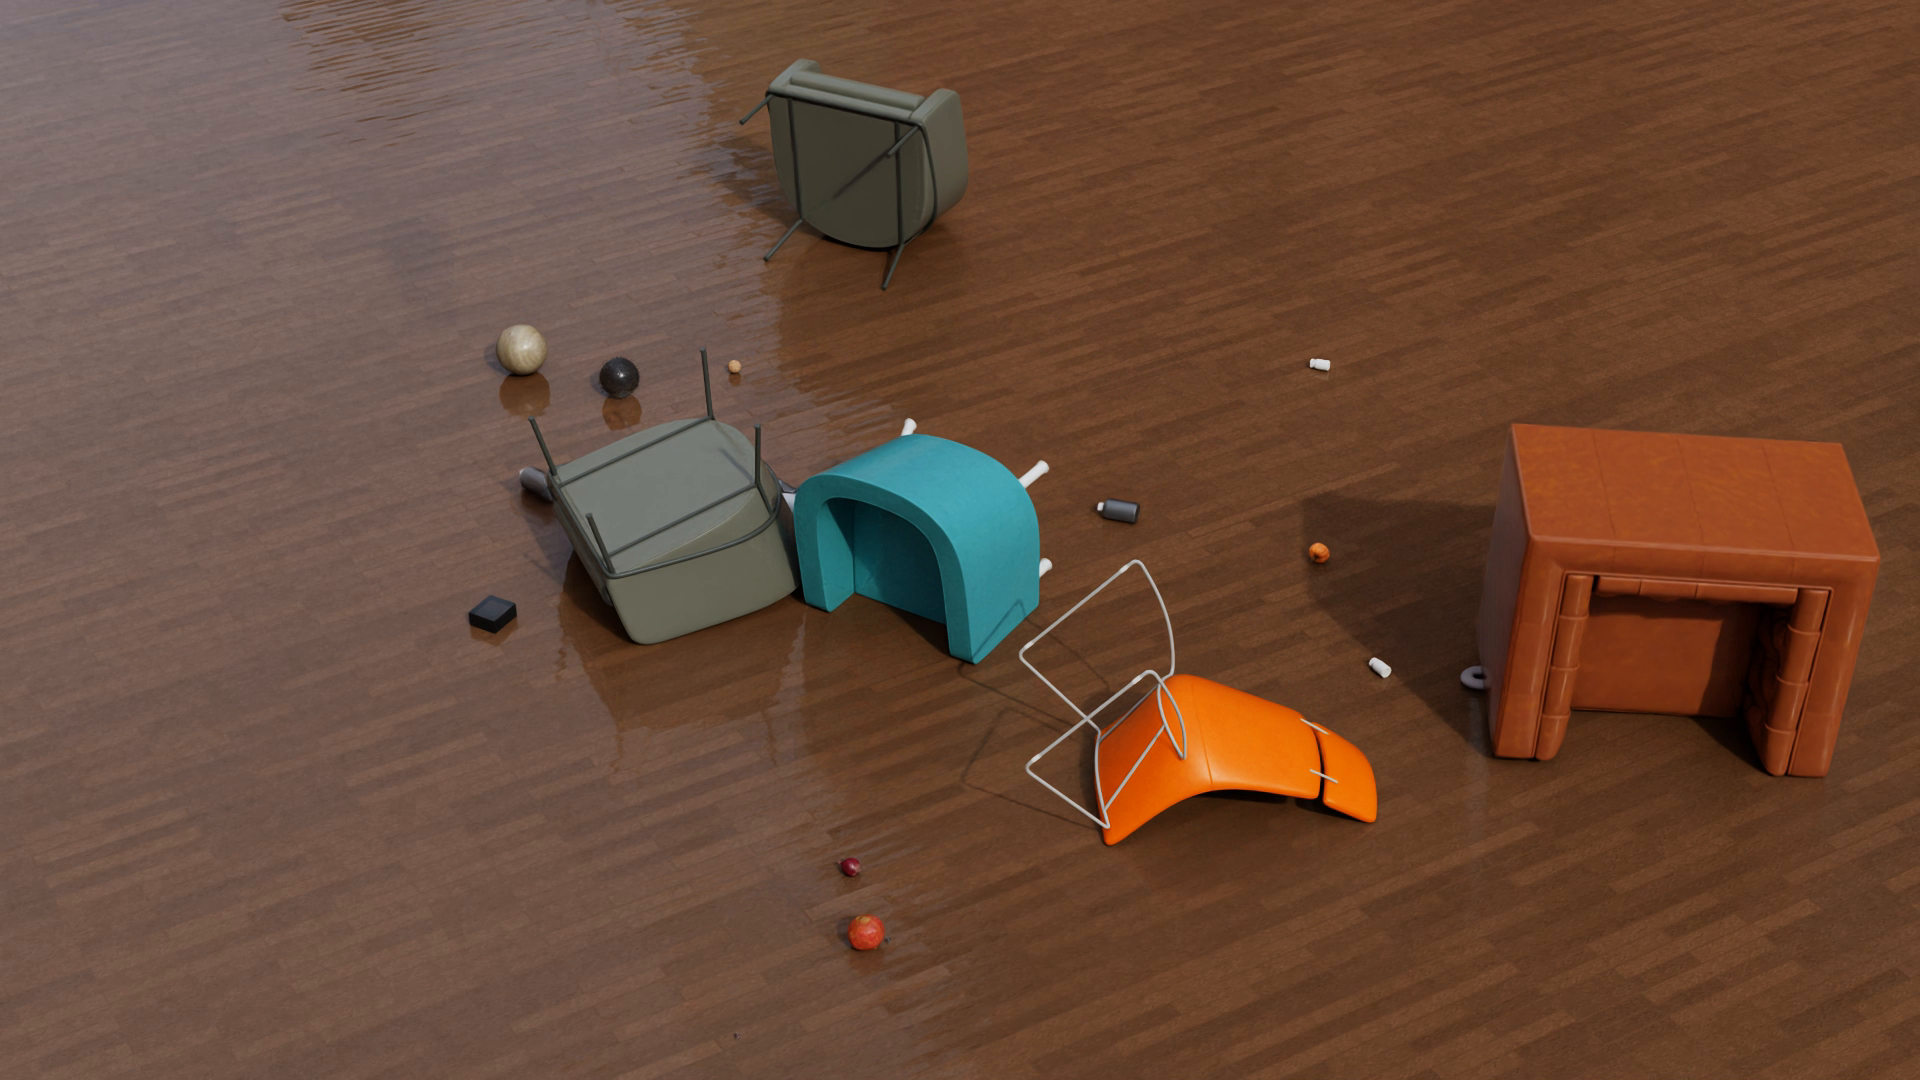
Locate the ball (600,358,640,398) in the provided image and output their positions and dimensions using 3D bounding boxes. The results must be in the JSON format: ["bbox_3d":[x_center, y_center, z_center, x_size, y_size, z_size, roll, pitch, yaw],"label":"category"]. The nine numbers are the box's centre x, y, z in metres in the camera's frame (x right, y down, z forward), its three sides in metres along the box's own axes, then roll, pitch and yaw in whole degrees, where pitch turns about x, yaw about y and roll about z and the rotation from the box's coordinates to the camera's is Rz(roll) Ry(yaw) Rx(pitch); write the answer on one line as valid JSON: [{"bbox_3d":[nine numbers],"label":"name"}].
[{"bbox_3d":[-1.370,-0.654,11.792,0.160,0.160,0.160,0,33,0],"label":"ball"}]

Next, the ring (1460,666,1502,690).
[{"bbox_3d":[1.809,0.478,10.185,0.150,0.036,0.116,-9,36,-17],"label":"ring"}]

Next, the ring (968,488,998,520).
[{"bbox_3d":[0.089,-0.140,11.112,0.112,0.049,0.196,2,33,1],"label":"ring"}]

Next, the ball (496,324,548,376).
[{"bbox_3d":[-1.783,-0.775,11.931,0.209,0.209,0.209,0,33,0],"label":"ball"}]

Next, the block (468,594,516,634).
[{"bbox_3d":[-1.672,0.265,10.492,0.112,0.055,0.128,17,37,24],"label":"block"}]

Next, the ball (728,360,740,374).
[{"bbox_3d":[-0.921,-0.708,11.969,0.054,0.054,0.054,0,33,0],"label":"ball"}]

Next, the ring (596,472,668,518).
[{"bbox_3d":[-1.250,-0.173,11.150,0.275,0.062,0.295,-2,33,-4],"label":"ring"}]
